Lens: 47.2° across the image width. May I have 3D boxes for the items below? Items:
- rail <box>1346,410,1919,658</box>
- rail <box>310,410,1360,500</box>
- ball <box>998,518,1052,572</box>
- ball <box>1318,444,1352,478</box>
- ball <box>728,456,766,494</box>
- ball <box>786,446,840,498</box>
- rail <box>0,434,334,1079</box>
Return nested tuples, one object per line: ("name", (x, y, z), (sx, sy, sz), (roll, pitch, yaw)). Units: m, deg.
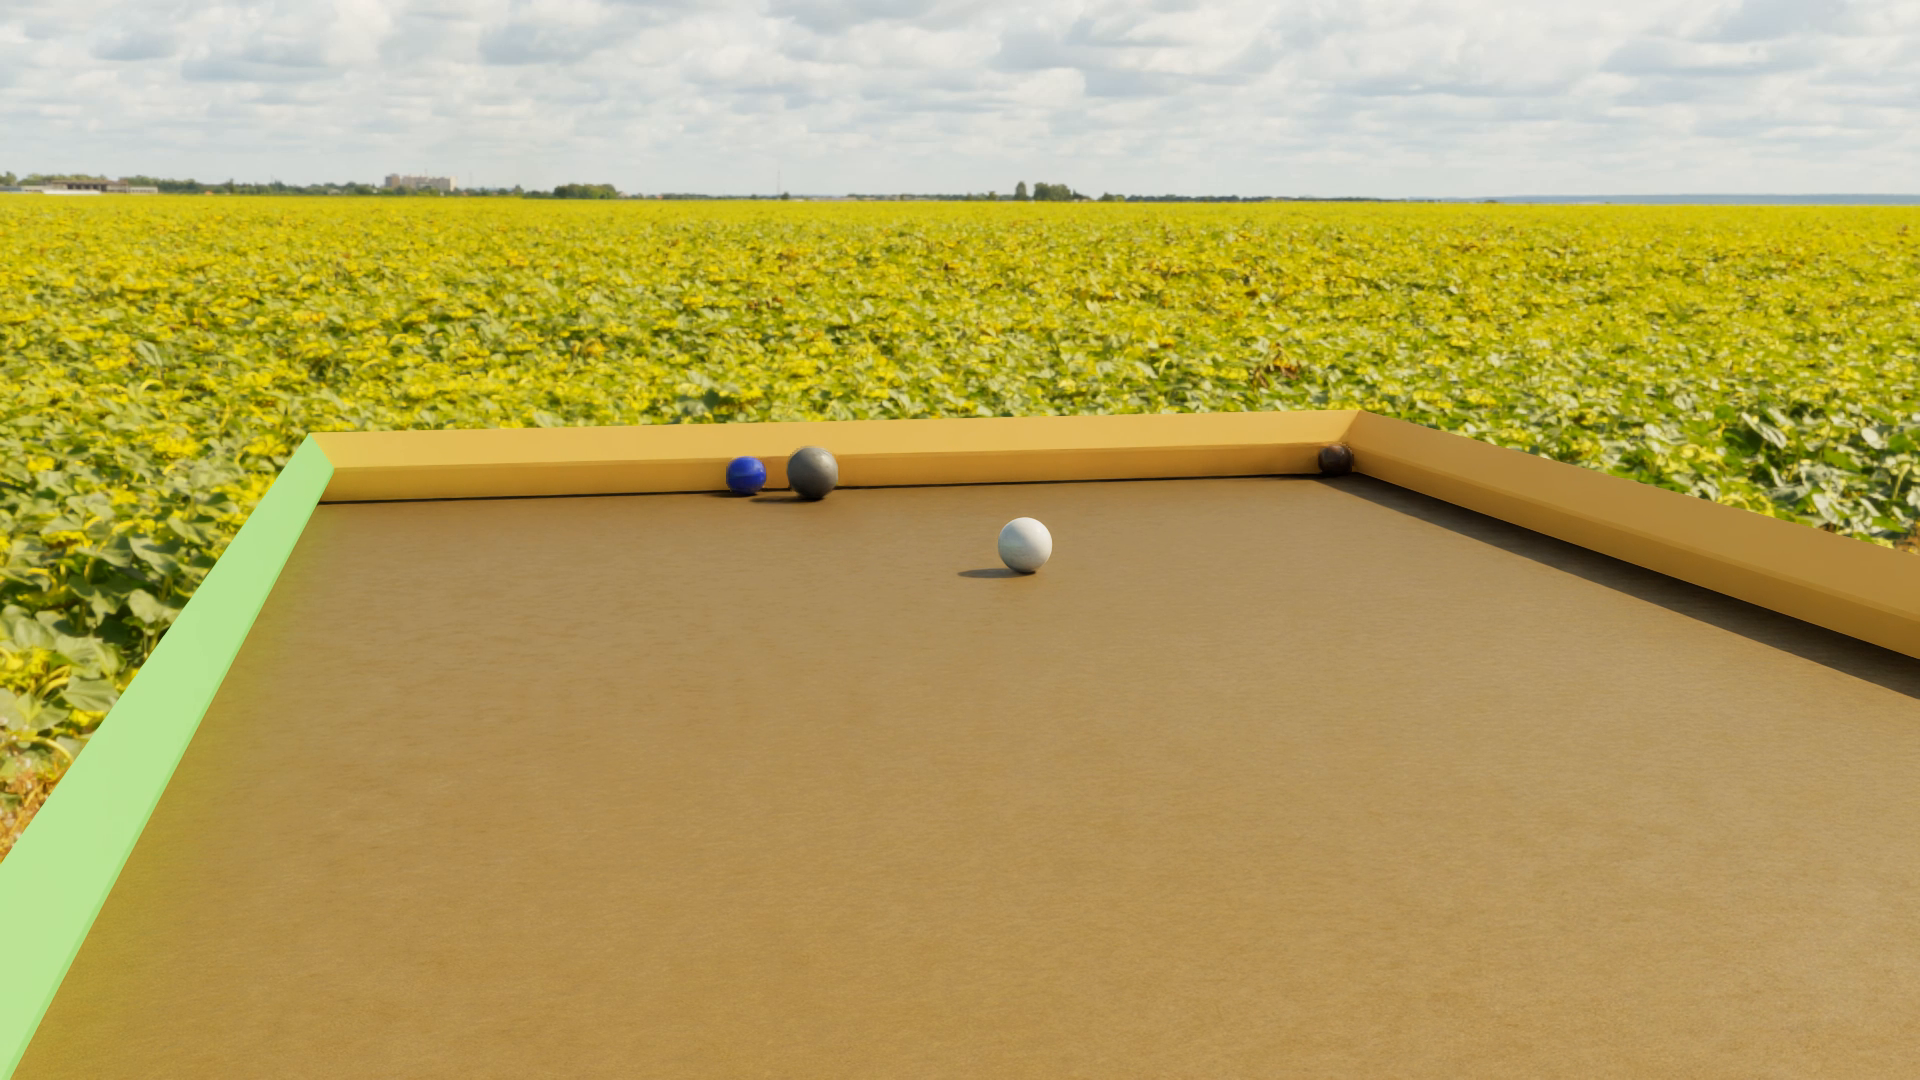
("rail", (1.164, 0.091, 2.637), (0.045, 0.125, 3.704), (-2, 9, -12))
("rail", (-0.187, -0.163, 4.199), (2.035, 0.125, 0.045), (-2, 9, -12))
("ball", (0.097, 0.008, 3.289), (0.083, 0.083, 0.083), (0, 9, 0))
("ball", (0.742, -0.157, 4.353), (0.066, 0.066, 0.066), (0, 9, 0))
("ball", (-0.397, -0.121, 4.108), (0.073, 0.073, 0.073), (0, 9, 0))
("ball", (-0.271, -0.124, 4.054), (0.096, 0.096, 0.096), (0, 9, 0))
("rail", (-0.781, 0.157, 2.231), (0.045, 0.125, 3.704), (-2, 9, -12))
